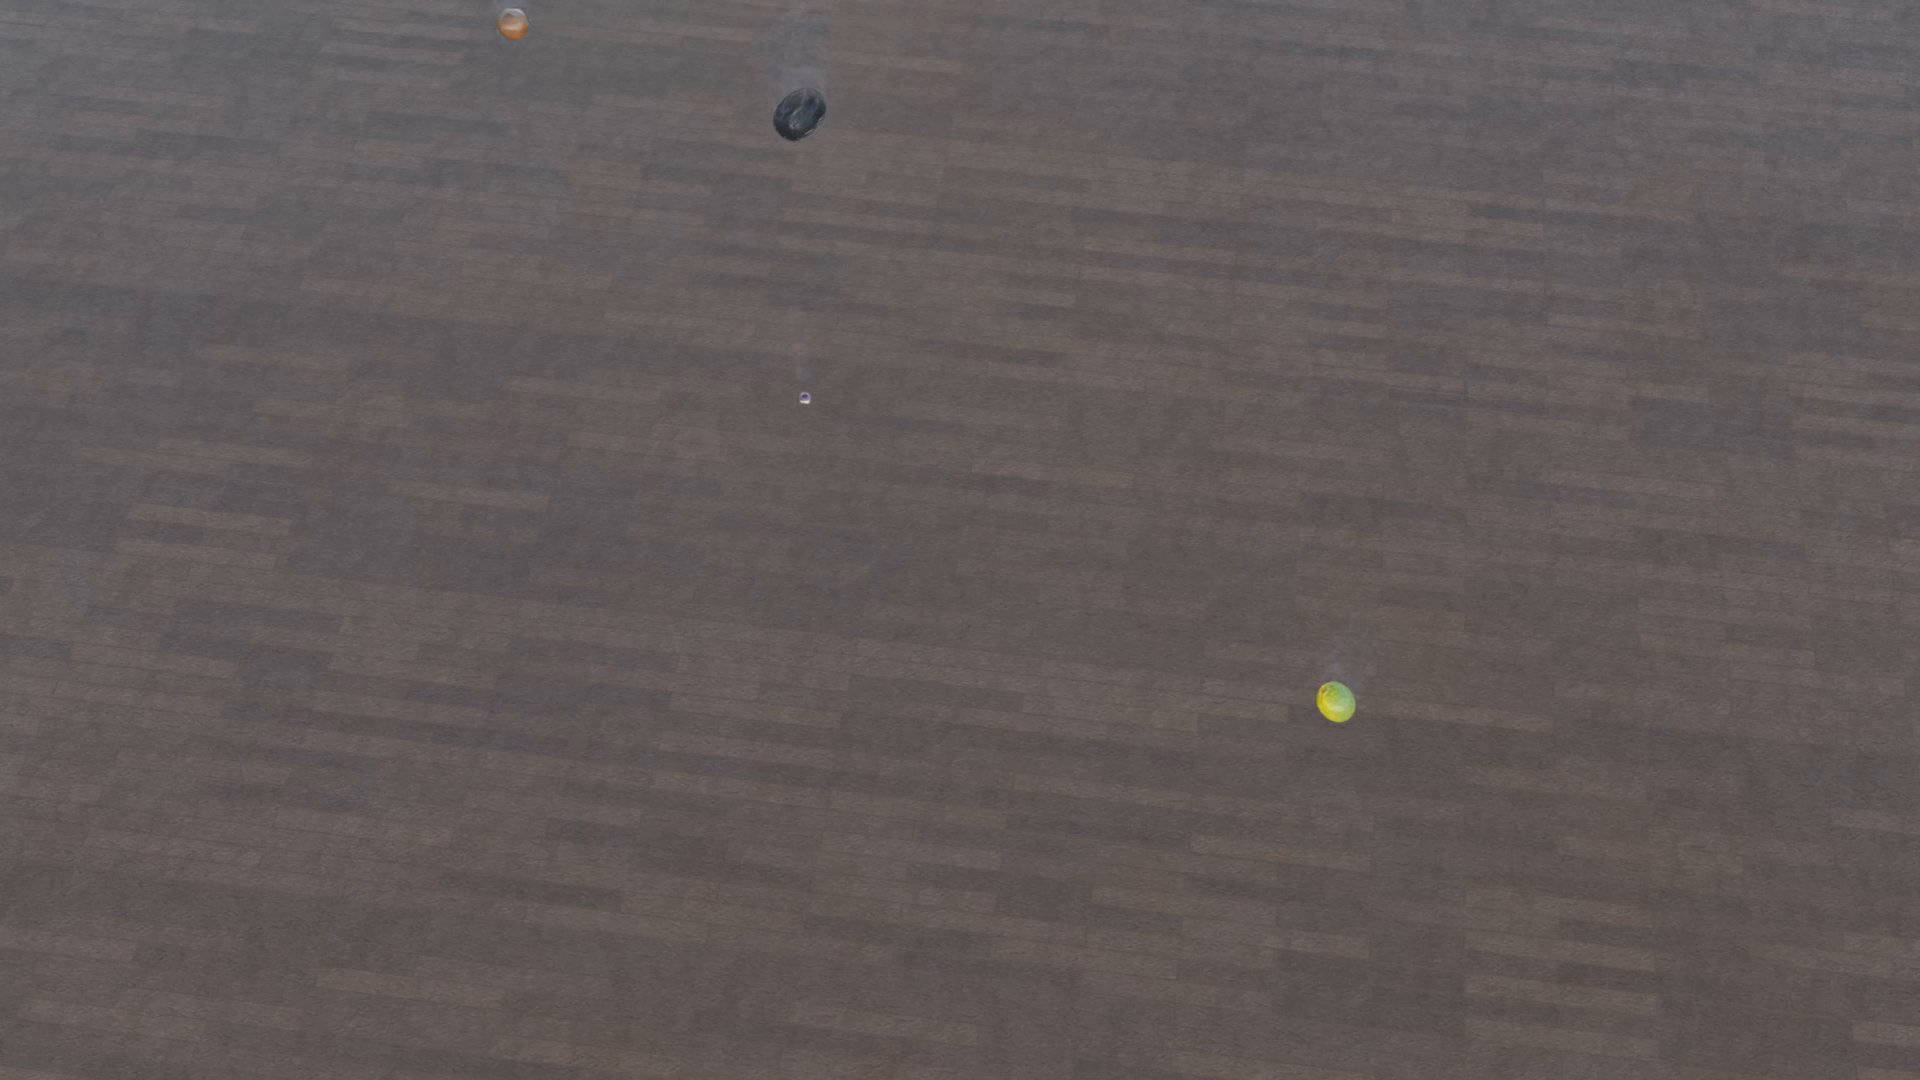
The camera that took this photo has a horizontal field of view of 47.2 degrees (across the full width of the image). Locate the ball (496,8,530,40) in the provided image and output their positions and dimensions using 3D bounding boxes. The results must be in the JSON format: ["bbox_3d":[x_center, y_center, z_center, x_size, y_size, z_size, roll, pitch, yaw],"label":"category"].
[{"bbox_3d":[-0.976,-1.127,4.804,0.069,0.069,0.069,0,56,0],"label":"ball"}]

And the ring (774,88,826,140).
[{"bbox_3d":[-0.304,-0.809,4.176,0.110,0.050,0.184,-39,27,6],"label":"ring"}]
